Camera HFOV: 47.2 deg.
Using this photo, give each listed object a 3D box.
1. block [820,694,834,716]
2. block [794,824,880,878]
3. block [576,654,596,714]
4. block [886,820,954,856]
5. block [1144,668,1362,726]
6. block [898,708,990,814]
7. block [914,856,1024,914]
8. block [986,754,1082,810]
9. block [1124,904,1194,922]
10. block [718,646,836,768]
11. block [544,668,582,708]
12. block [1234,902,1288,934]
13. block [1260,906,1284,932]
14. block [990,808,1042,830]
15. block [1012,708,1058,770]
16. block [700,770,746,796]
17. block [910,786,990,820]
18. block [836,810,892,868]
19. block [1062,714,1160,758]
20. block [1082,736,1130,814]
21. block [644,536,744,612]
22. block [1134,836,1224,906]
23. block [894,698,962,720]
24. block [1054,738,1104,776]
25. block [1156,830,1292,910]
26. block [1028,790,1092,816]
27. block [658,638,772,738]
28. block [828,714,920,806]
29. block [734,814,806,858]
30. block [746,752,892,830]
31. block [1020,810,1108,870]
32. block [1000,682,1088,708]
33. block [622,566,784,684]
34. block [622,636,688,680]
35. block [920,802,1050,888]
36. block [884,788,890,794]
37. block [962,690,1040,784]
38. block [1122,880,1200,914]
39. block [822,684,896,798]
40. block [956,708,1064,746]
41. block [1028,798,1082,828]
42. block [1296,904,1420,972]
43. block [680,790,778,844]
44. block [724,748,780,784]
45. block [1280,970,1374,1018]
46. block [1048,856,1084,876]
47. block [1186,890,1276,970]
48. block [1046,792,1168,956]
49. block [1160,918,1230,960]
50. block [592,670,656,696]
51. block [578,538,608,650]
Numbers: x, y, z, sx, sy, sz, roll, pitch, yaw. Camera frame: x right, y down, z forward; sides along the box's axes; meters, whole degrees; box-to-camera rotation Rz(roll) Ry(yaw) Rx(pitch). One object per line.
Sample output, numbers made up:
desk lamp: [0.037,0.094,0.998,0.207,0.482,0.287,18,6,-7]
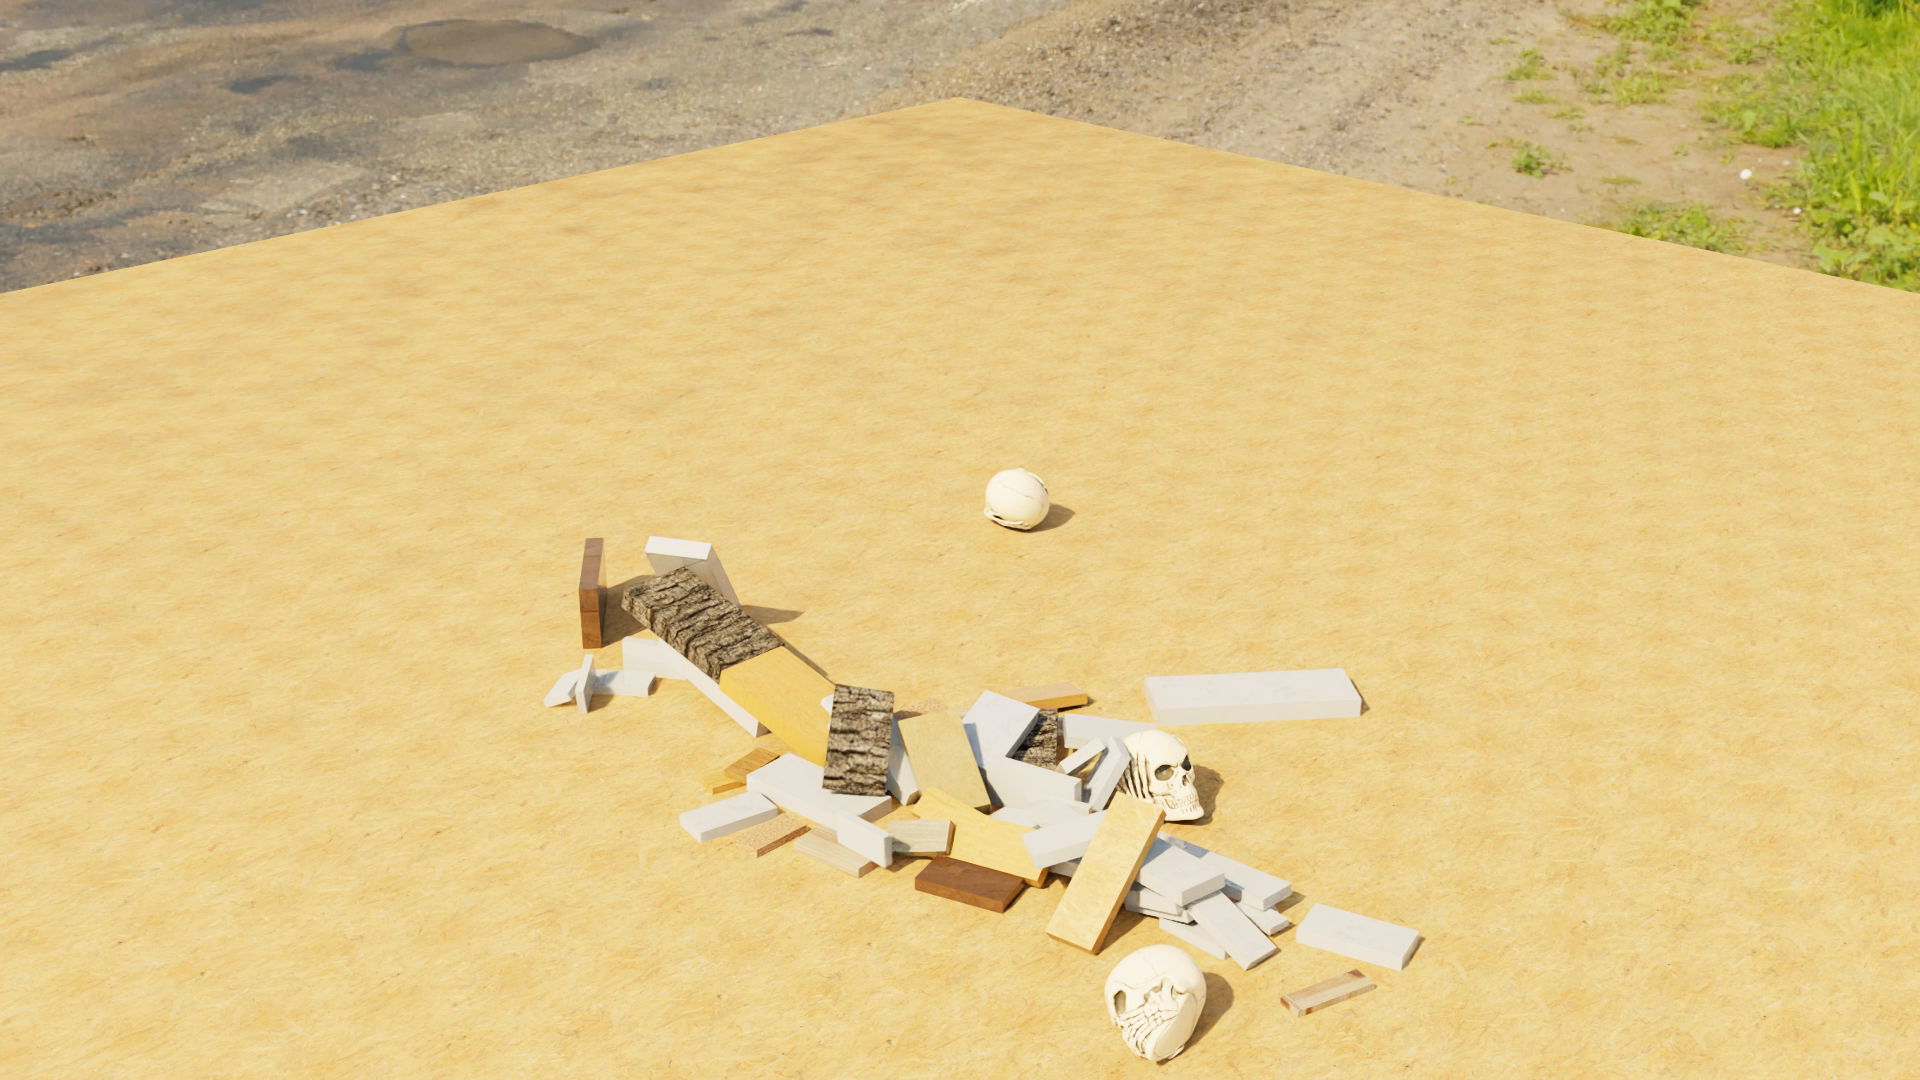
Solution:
block: [-0.193,0.410,4.645,0.064,0.018,0.242,-22,56,-41]
block: [-0.234,0.609,4.297,0.165,0.023,0.082,17,28,35]
block: [-0.832,0.320,4.890,0.018,0.064,0.128,0,36,3]
block: [-0.082,0.580,4.283,0.134,0.019,0.067,-4,56,22]
block: [0.648,0.348,4.884,0.453,0.043,0.153,-2,23,-5]
block: [-0.033,0.462,4.477,0.126,0.036,0.251,-13,50,-10]
block: [0.018,0.655,4.184,0.186,0.026,0.093,11,25,25]
block: [0.149,0.507,4.436,0.203,0.101,0.029,13,29,29]
block: [0.389,0.675,4.092,0.077,0.022,0.154,-21,16,-41]
block: [-0.337,0.363,4.739,0.351,0.050,0.175,34,39,32]
block: [-0.881,0.329,4.927,0.064,0.018,0.128,-17,20,19]
block: [0.553,0.695,4.068,0.050,0.014,0.101,-19,29,-36]
block: [0.565,0.695,4.103,0.050,0.014,0.101,-4,23,-10]
block: [0.117,0.558,4.355,0.140,0.020,0.070,1,18,45]
block: [0.160,0.426,4.678,0.093,0.026,0.186,0,34,4]
block: [-0.475,0.496,4.571,0.115,0.016,0.058,-14,27,-29]
block: [0.024,0.566,4.322,0.260,0.019,0.067,25,65,32]
block: [-0.185,0.577,4.254,0.134,0.067,0.019,21,33,41]
block: [0.322,0.418,4.701,0.199,0.028,0.099,7,24,-4]
block: [0.286,0.483,4.420,0.023,0.165,0.082,22,17,-18]
block: [-0.622,0.100,5.171,0.153,0.307,0.043,7,59,15]
block: [0.377,0.607,4.076,0.107,0.030,0.214,-17,25,-34]
block: [-0.024,0.429,4.642,0.126,0.036,0.252,-19,41,-37]
block: [0.240,0.452,4.478,0.093,0.026,0.186,-33,-10,-10]
block: [0.454,0.622,4.222,0.082,0.023,0.396,-20,25,-39]
block: [0.199,0.546,4.387,0.133,0.067,0.019,11,28,24]
block: [-0.494,0.296,4.890,0.176,0.050,0.351,-21,45,-40]
block: [-0.146,0.436,4.567,0.126,0.036,0.251,-22,54,-41]
block: [-0.376,0.585,4.357,0.067,0.019,0.133,20,30,39]
block: [-0.289,0.518,4.493,0.288,0.036,0.126,18,29,36]
block: [0.225,0.561,4.155,0.202,0.029,0.101,-15,19,-7]
block: [0.184,0.349,4.874,0.175,0.025,0.088,-6,17,-27]
block: [-0.577,0.191,4.931,0.351,0.050,0.175,34,39,31]
block: [-0.694,0.271,5.022,0.157,0.078,0.022,7,24,17]
block: [0.046,0.589,4.261,0.287,0.029,0.101,11,59,28]
block: [-0.150,0.482,4.554,0.058,0.016,0.115,33,39,13]
block: [0.060,0.412,4.616,0.126,0.036,0.252,19,34,17]
block: [0.359,0.649,4.113,0.107,0.030,0.214,-21,16,-40]
block: [-0.207,0.410,4.516,0.126,0.036,0.251,9,45,-4]
block: [0.106,0.406,4.771,0.309,0.025,0.088,4,23,9]
block: [0.199,0.548,4.276,0.070,0.020,0.140,-15,25,-28]
block: [0.726,0.724,4.017,0.199,0.028,0.099,12,26,26]
block: [-0.465,0.555,4.421,0.175,0.025,0.088,-15,27,-32]
block: [-0.433,0.470,4.589,0.058,0.016,0.115,14,27,31]
block: [0.646,0.797,3.865,0.170,0.014,0.050,-13,26,-28]
block: [0.252,0.612,4.216,0.107,0.030,0.214,-21,18,-41]
block: [0.493,0.706,3.991,0.077,0.022,0.154,-20,53,-40]
block: [0.270,0.612,4.049,0.099,0.028,0.299,17,67,31]
block: [0.450,0.718,4.041,0.077,0.022,0.154,-21,31,-40]
block: [-0.773,0.323,4.972,0.157,0.022,0.078,3,23,6]
block: [-0.878,0.125,5.270,0.043,0.153,0.307,-2,23,-5]
